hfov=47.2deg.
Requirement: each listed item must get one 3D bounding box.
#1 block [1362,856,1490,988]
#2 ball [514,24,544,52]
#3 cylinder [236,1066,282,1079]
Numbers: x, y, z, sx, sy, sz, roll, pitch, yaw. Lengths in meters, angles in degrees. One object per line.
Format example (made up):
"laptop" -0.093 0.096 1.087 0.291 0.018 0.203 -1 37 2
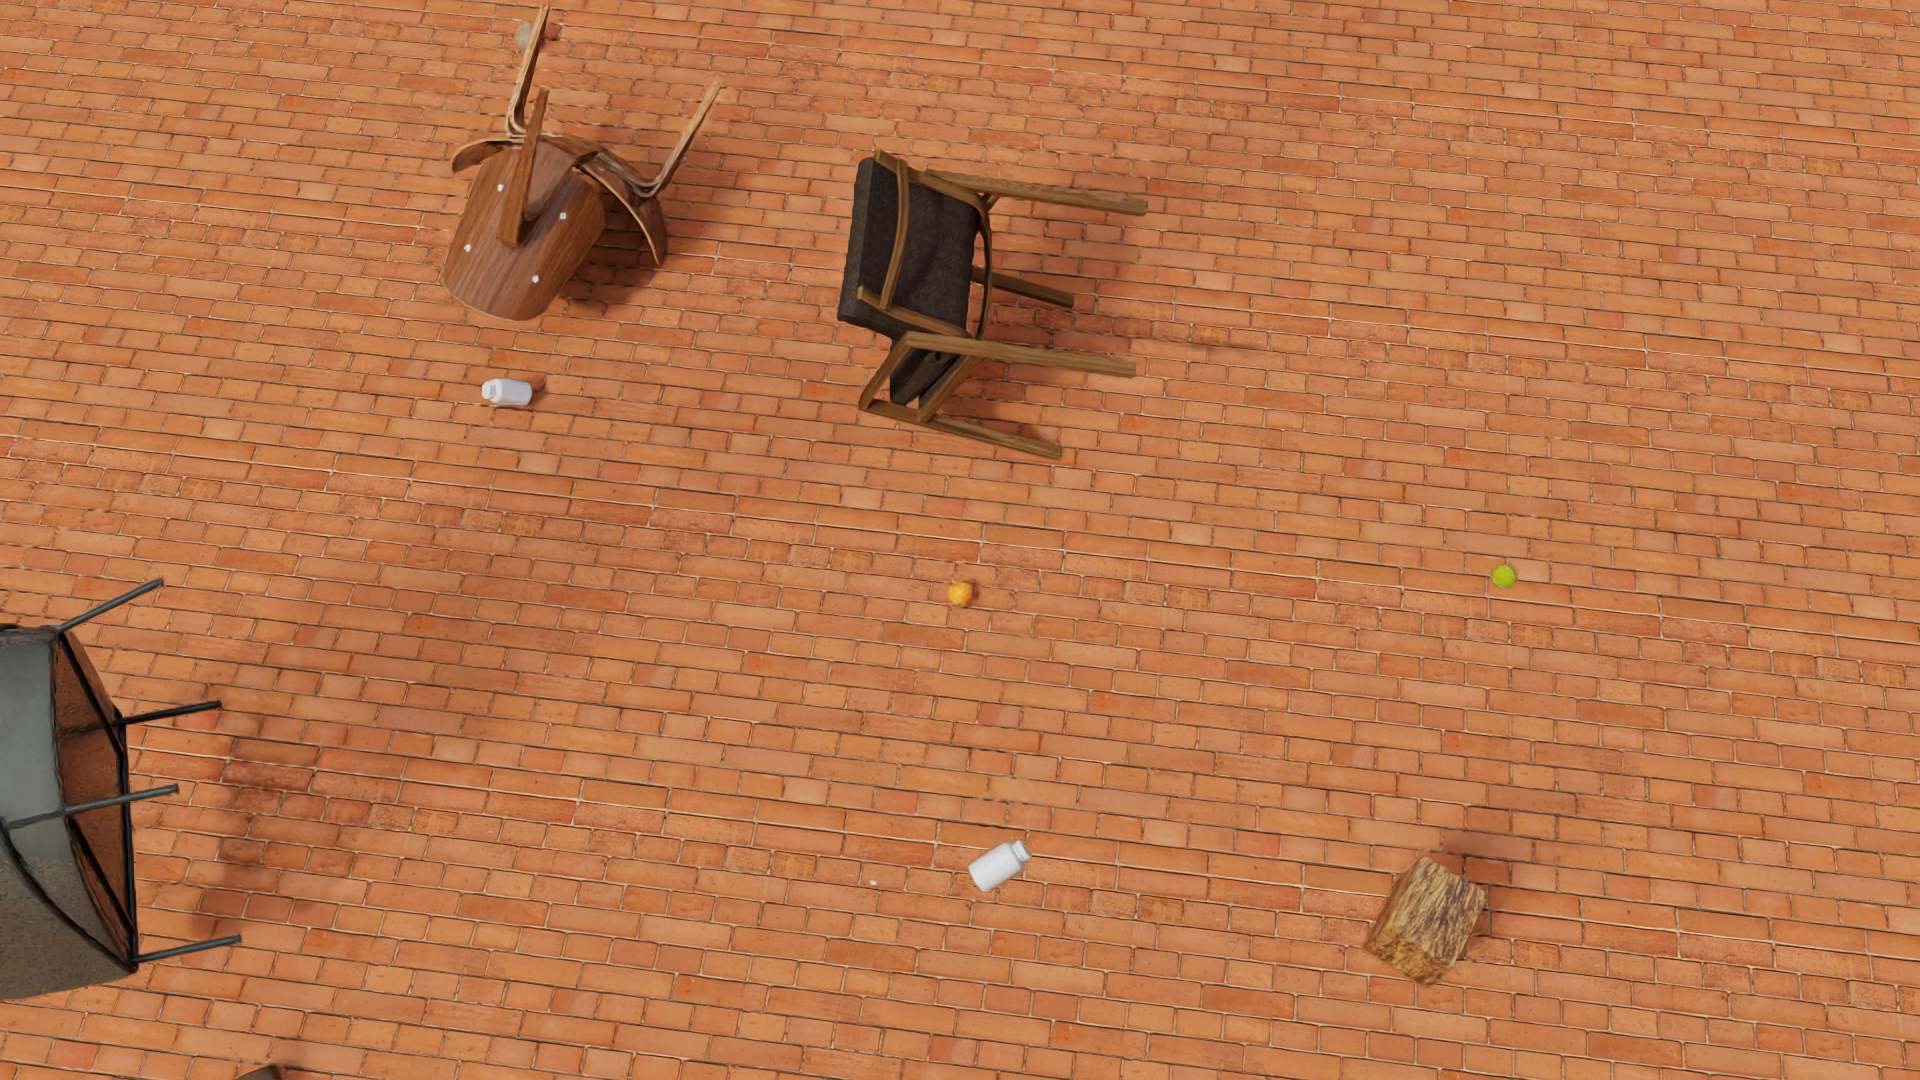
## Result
"block" 1.218 0.999 5.758 0.196 0.201 0.230 31 63 7
"ball" -1.509 -1.758 7.694 0.100 0.100 0.100 0 56 0
"cylinder" -1.777 1.458 5.545 0.184 0.083 0.207 -26 60 -11
